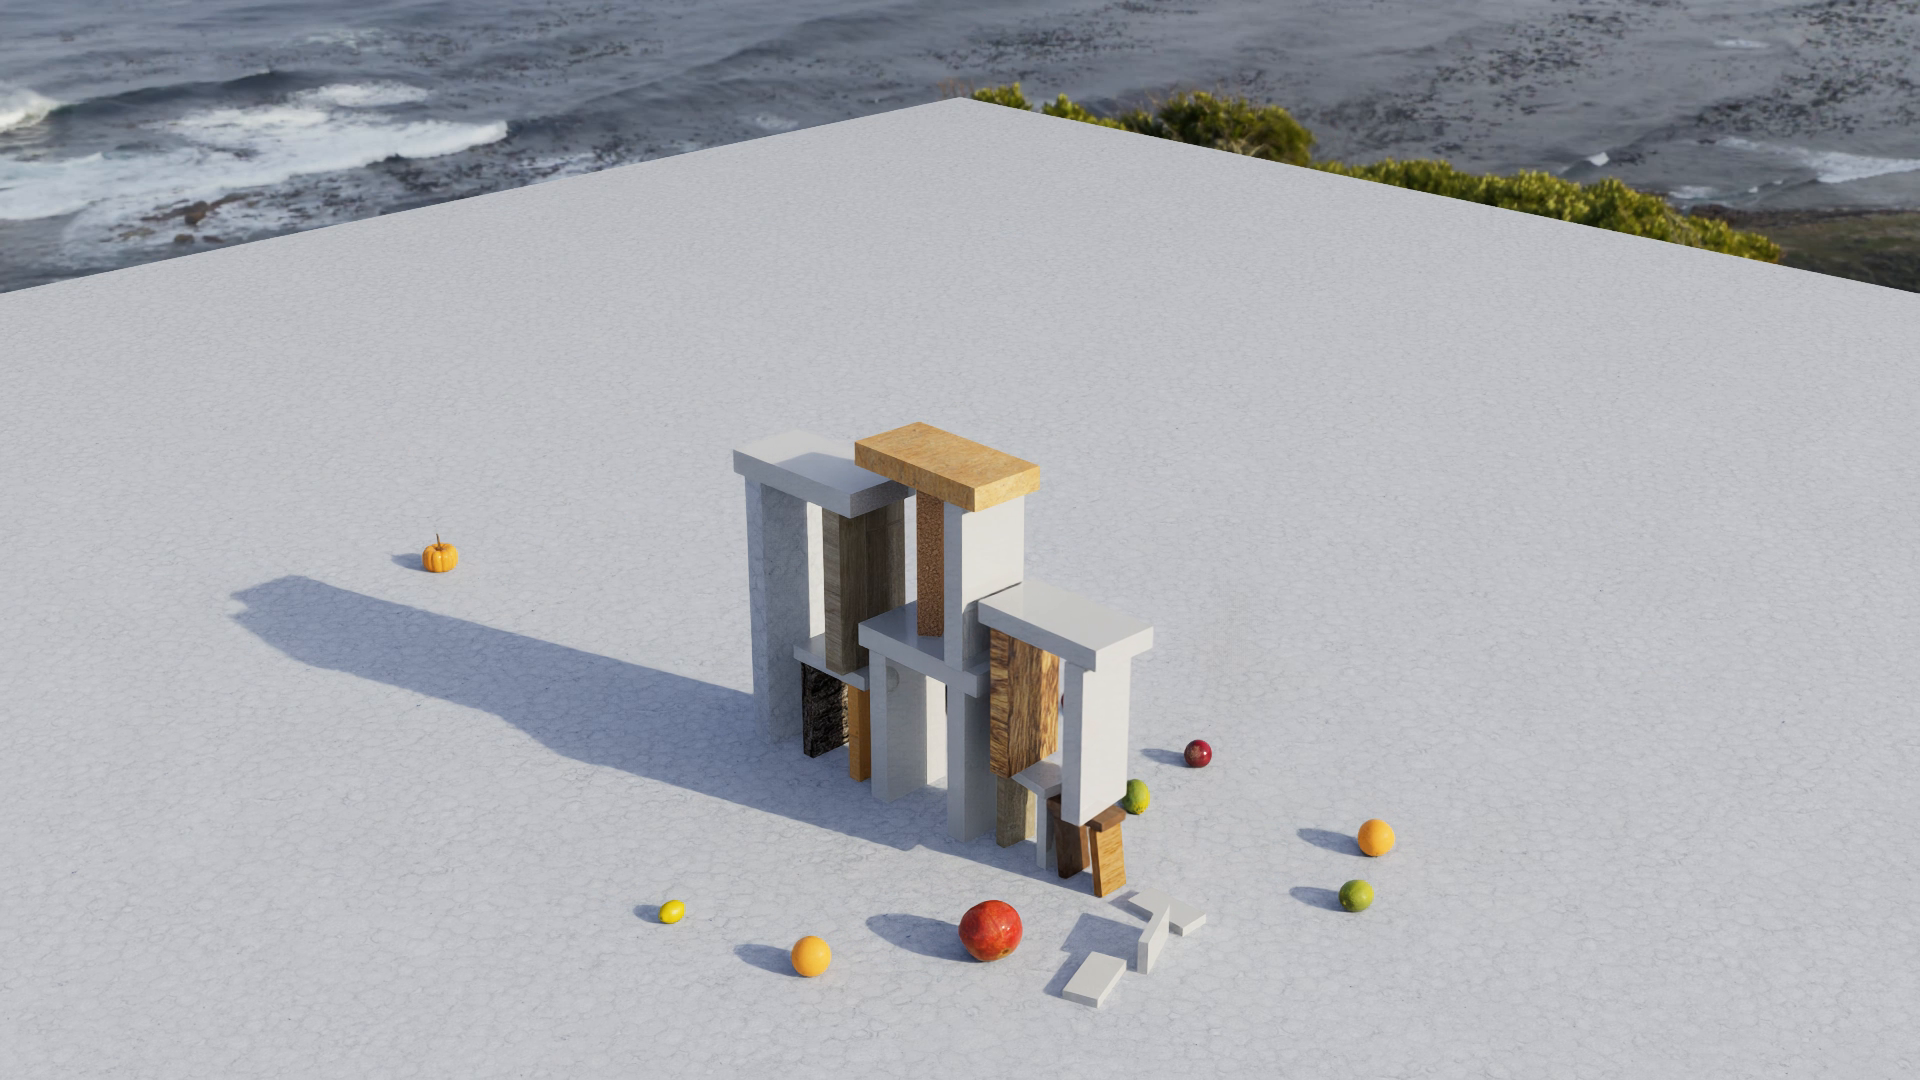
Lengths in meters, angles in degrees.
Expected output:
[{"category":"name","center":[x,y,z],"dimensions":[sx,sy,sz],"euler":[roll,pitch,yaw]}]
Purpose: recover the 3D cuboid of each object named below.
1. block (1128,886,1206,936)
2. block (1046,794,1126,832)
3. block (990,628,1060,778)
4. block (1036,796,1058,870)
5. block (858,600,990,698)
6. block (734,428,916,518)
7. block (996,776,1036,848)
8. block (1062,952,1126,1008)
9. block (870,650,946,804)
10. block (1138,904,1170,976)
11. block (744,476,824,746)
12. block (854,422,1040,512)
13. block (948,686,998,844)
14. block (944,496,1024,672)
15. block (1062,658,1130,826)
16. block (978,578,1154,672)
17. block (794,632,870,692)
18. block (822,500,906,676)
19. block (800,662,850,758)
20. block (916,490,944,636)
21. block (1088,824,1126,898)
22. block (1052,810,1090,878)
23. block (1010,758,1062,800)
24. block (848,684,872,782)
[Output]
[{"category":"block","center":[0.385,0.693,4.104],"dimensions":[0.134,0.019,0.067],"euler":[21,31,40]},{"category":"block","center":[0.239,0.510,4.175],"dimensions":[0.139,0.020,0.069],"euler":[21,31,40]},{"category":"block","center":[0.125,0.290,4.220],"dimensions":[0.043,0.304,0.152],"euler":[19,30,38]},{"category":"block","center":[0.183,0.550,4.260],"dimensions":[0.023,0.160,0.080],"euler":[19,29,37]},{"category":"block","center":[-0.027,0.211,4.350],"dimensions":[0.166,0.047,0.333],"euler":[-21,31,-40]},{"category":"block","center":[-0.278,-0.139,4.472],"dimensions":[0.356,0.050,0.178],"euler":[21,31,41]},{"category":"block","center":[0.111,0.520,4.330],"dimensions":[0.080,0.160,0.023],"euler":[-17,29,-35]},{"category":"block","center":[0.239,0.779,3.900],"dimensions":[0.067,0.019,0.134],"euler":[11,25,24]},{"category":"block","center":[-0.106,0.356,4.496],"dimensions":[0.047,0.333,0.166],"euler":[21,31,41]},{"category":"block","center":[0.350,0.721,3.976],"dimensions":[0.019,0.067,0.134],"euler":[9,24,19]},{"category":"block","center":[-0.361,0.130,4.677],"dimensions":[0.050,0.606,0.178],"euler":[21,31,41]},{"category":"block","center":[-0.027,-0.142,4.198],"dimensions":[0.169,0.048,0.338],"euler":[-20,30,-39]},{"category":"block","center":[0.051,0.417,4.351],"dimensions":[0.166,0.333,0.047],"euler":[-21,31,-40]},{"category":"block","center":[0.046,0.066,4.199],"dimensions":[0.048,0.338,0.169],"euler":[21,31,40]},{"category":"block","center":[0.253,0.354,4.097],"dimensions":[0.043,0.329,0.152],"euler":[17,28,35]},{"category":"block","center":[0.194,0.156,4.088],"dimensions":[0.152,0.043,0.304],"euler":[-20,30,-39]},{"category":"block","center":[-0.233,0.249,4.575],"dimensions":[0.109,0.031,0.219],"euler":[-21,31,-40]},{"category":"block","center":[-0.193,0.081,4.474],"dimensions":[0.178,0.356,0.050],"euler":[-21,31,-40]},{"category":"block","center":[-0.284,0.344,4.671],"dimensions":[0.031,0.219,0.109],"euler":[21,31,41]},{"category":"block","center":[-0.048,0.002,4.351],"dimensions":[0.048,0.337,0.169],"euler":[3,23,8]},{"category":"block","center":[0.279,0.599,4.169],"dimensions":[0.020,0.139,0.069],"euler":[11,24,44]},{"category":"block","center":[0.214,0.574,4.229],"dimensions":[0.069,0.139,0.020],"euler":[-21,23,-41]},{"category":"block","center":[0.146,0.449,4.262],"dimensions":[0.080,0.023,0.160],"euler":[-16,28,-33]},{"category":"block","center":[-0.180,0.384,4.576],"dimensions":[0.109,0.219,0.031],"euler":[-21,31,-40]}]
